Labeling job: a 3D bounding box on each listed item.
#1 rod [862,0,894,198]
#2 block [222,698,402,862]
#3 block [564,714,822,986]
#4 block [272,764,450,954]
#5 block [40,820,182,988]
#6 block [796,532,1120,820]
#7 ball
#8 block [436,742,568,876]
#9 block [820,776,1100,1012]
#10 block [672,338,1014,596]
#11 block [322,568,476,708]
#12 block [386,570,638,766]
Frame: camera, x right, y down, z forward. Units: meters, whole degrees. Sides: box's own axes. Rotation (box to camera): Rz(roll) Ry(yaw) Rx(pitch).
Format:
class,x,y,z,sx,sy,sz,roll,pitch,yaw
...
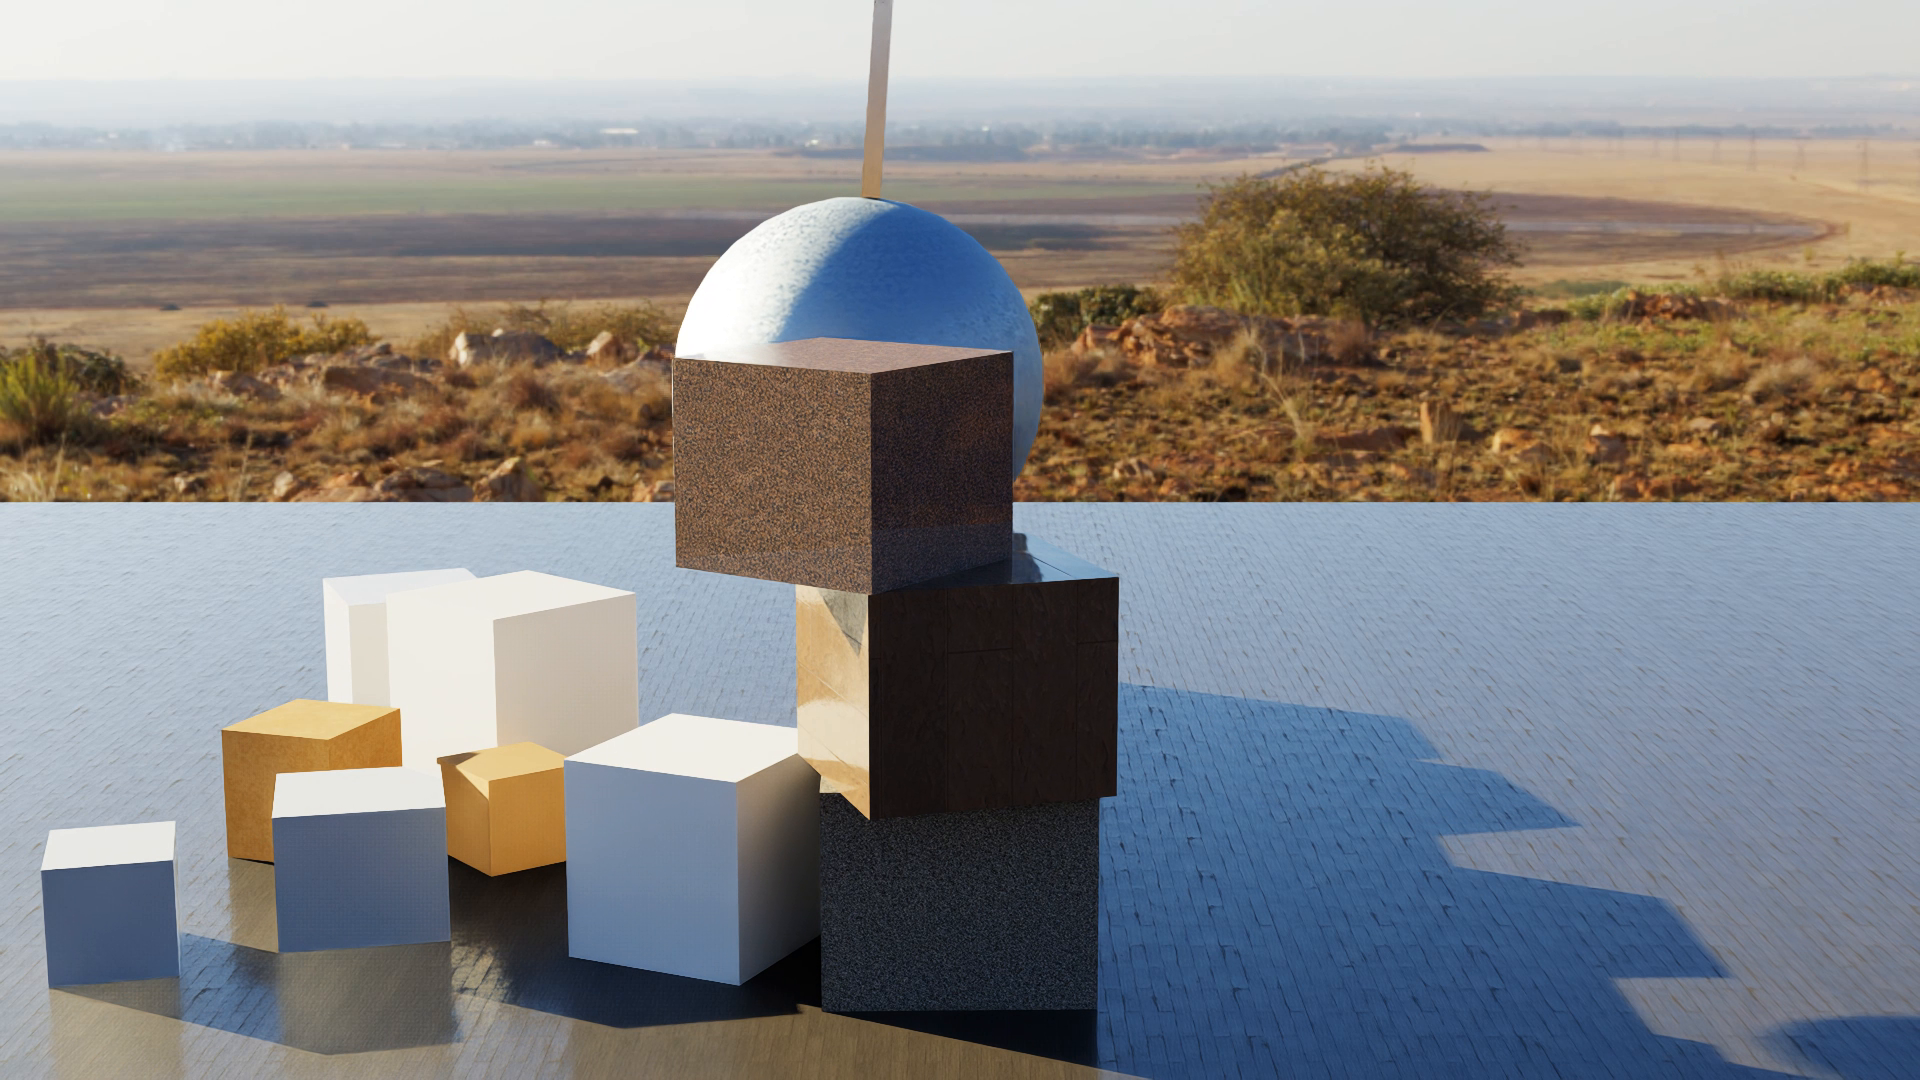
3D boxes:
class,x,y,z,sx,sy,sz,roll,pitch,yaw
rod,-0.190,-4.009,10.451,0.080,5.200,0.080,4,10,-1
block,-2.964,1.110,11.795,0.554,0.595,0.610,3,11,19
block,-1.042,1.238,10.464,0.791,0.820,0.823,5,11,25
block,-2.498,1.319,10.718,0.683,0.569,0.673,-2,11,-13
block,-3.384,1.449,10.261,0.487,0.478,0.552,-3,11,-16
block,-0.029,0.488,9.758,0.960,0.830,0.973,-4,11,-19
ball,-0.438,-0.673,11.058,1.600,1.600,1.600,0,10,0
block,-2.041,1.214,11.662,0.475,0.438,0.496,-8,13,-37
block,-0.012,1.283,10.107,1.048,0.859,0.898,0,10,-1
block,-0.429,-0.303,9.594,0.915,0.785,0.888,7,13,35
block,-2.947,0.642,13.784,0.773,0.805,0.786,-4,11,-23
block,-2.196,0.753,12.640,0.861,0.996,0.858,10,14,42
